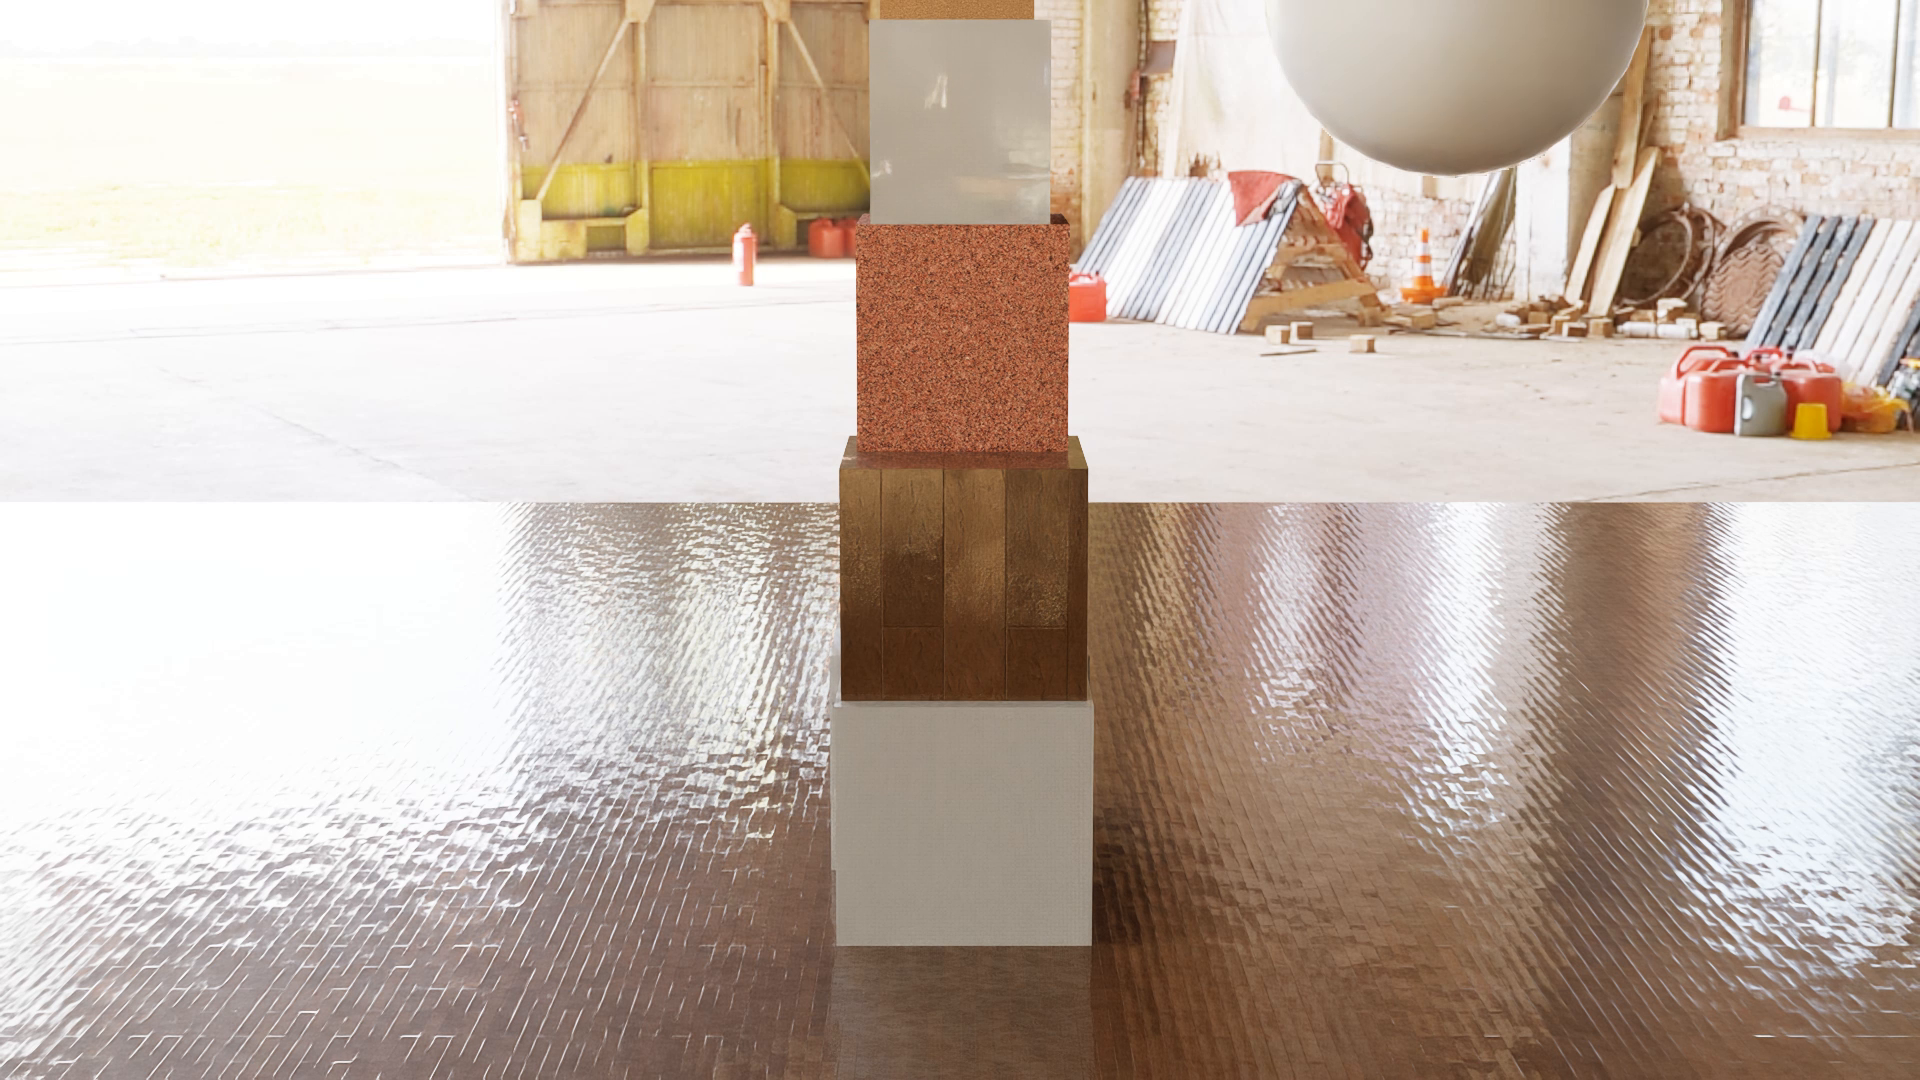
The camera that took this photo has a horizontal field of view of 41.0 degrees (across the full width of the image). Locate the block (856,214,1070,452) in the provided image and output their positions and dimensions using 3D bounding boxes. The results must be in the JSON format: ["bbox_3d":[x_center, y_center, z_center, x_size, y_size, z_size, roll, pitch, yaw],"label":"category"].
[{"bbox_3d":[0.011,-0.907,11.015,0.879,0.939,0.853,0,10,0],"label":"block"}]

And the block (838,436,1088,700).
[{"bbox_3d":[0.015,0.098,10.767,0.994,0.950,0.960,0,10,0],"label":"block"}]

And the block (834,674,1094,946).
[{"bbox_3d":[0.017,1.073,10.865,1.040,1.002,1.002,0,10,0],"label":"block"}]

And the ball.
[{"bbox_3d":[2.074,-2.333,10.756,1.600,1.600,1.600,0,10,0],"label":"ball"}]

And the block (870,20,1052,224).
[{"bbox_3d":[0.001,-1.774,10.858,0.737,0.824,0.838,0,10,0],"label":"block"}]

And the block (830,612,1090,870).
[{"bbox_3d":[-0.002,0.902,11.859,1.145,0.981,0.994,0,10,0],"label":"block"}]

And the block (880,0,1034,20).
[{"bbox_3d":[-0.011,-2.513,10.723,0.629,0.679,0.651,0,10,0],"label":"block"}]
